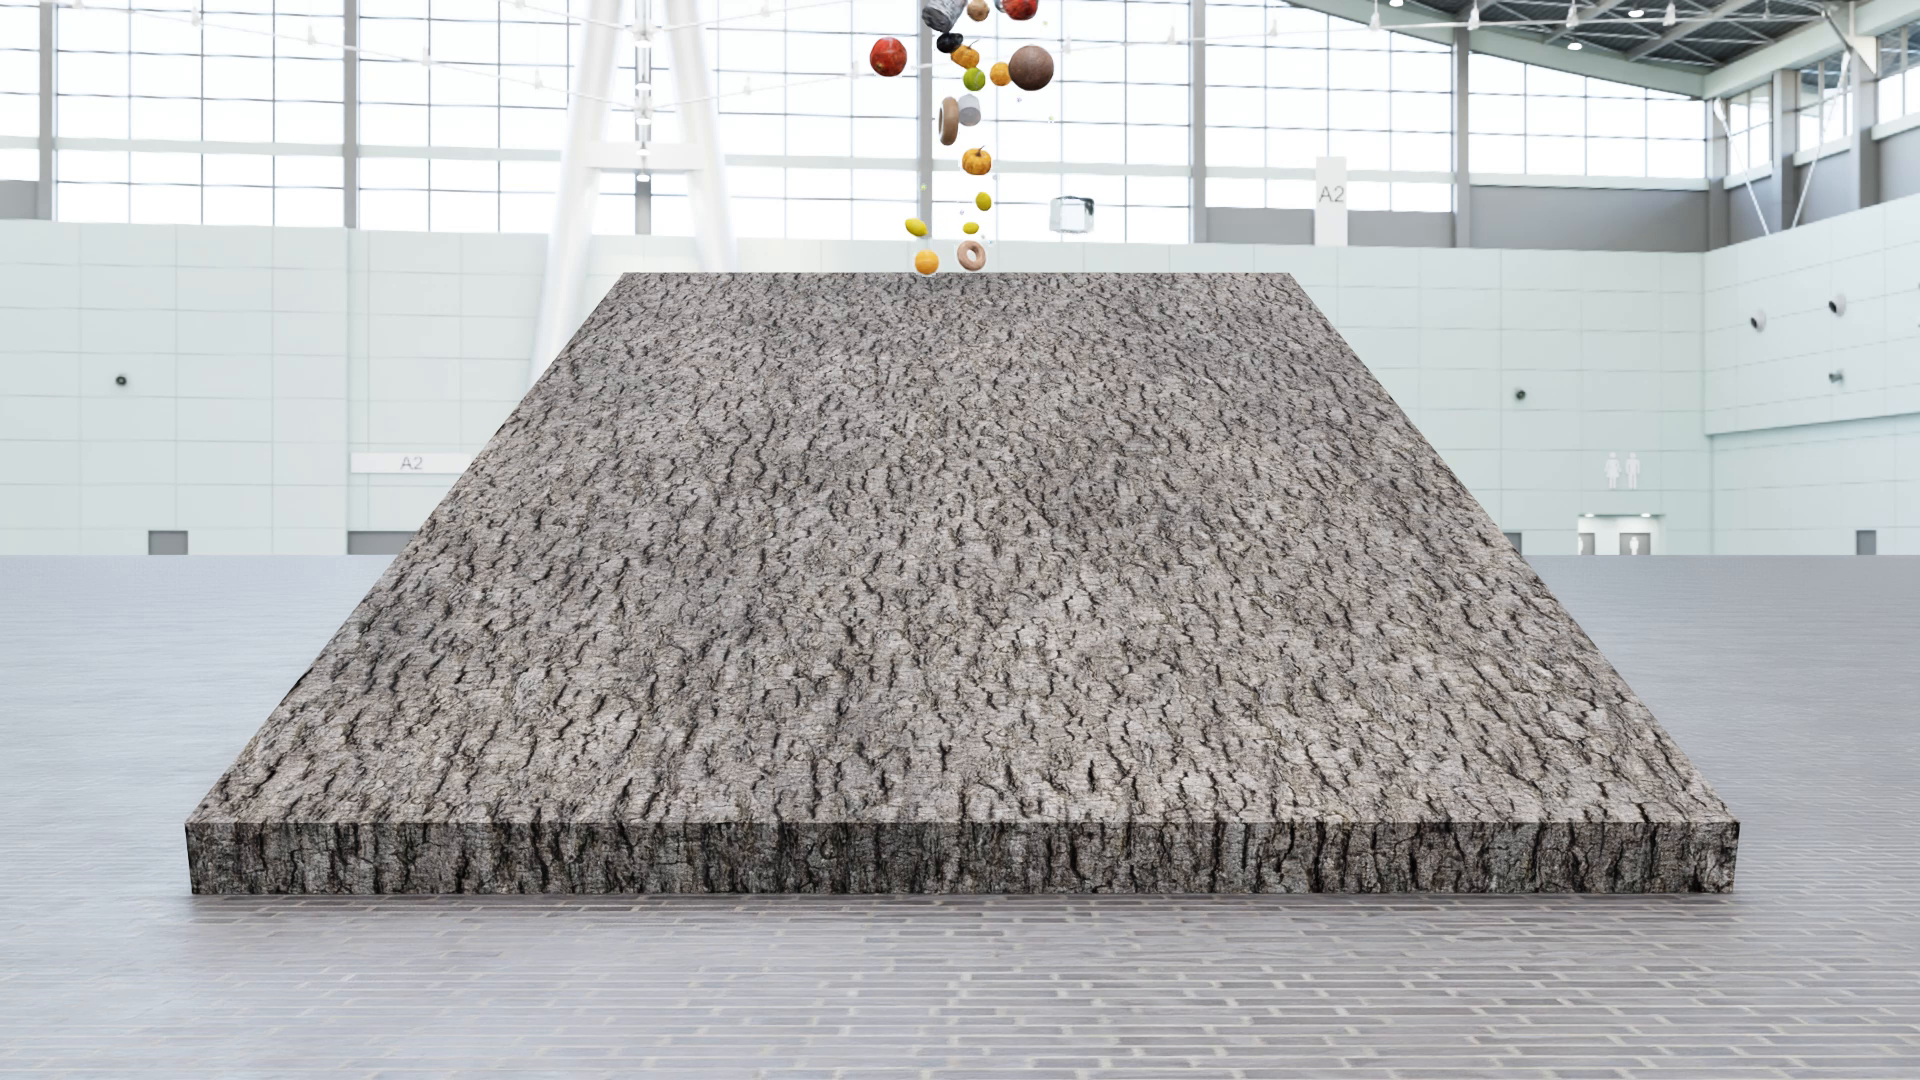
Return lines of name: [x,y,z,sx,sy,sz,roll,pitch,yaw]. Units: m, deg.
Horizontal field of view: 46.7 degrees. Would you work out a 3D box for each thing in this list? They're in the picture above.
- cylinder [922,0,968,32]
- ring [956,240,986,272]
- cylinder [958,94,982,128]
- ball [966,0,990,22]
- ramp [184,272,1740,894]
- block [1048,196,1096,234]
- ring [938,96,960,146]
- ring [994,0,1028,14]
cylinder: [-0.043,-1.506,6.283,0.099,0.099,0.099,25,-22,11]
ring: [0.034,-0.828,6.469,0.097,0.097,0.032,0,-13,-30]
cylinder: [0.026,-1.248,6.455,0.069,0.069,0.069,0,42,-5]
ball: [0.052,-1.521,6.382,0.067,0.067,0.067,0,0,0]
ramp: [-0.003,-0.173,4.782,2.000,0.100,4.000,0,17,0]
block: [0.324,-0.941,6.433,0.095,0.095,0.095,2,0,-29]
ring: [-0.033,-1.213,6.437,0.048,0.144,0.144,2,0,-9]
ring: [0.147,-1.576,6.440,0.109,0.109,0.036,0,-13,22]
